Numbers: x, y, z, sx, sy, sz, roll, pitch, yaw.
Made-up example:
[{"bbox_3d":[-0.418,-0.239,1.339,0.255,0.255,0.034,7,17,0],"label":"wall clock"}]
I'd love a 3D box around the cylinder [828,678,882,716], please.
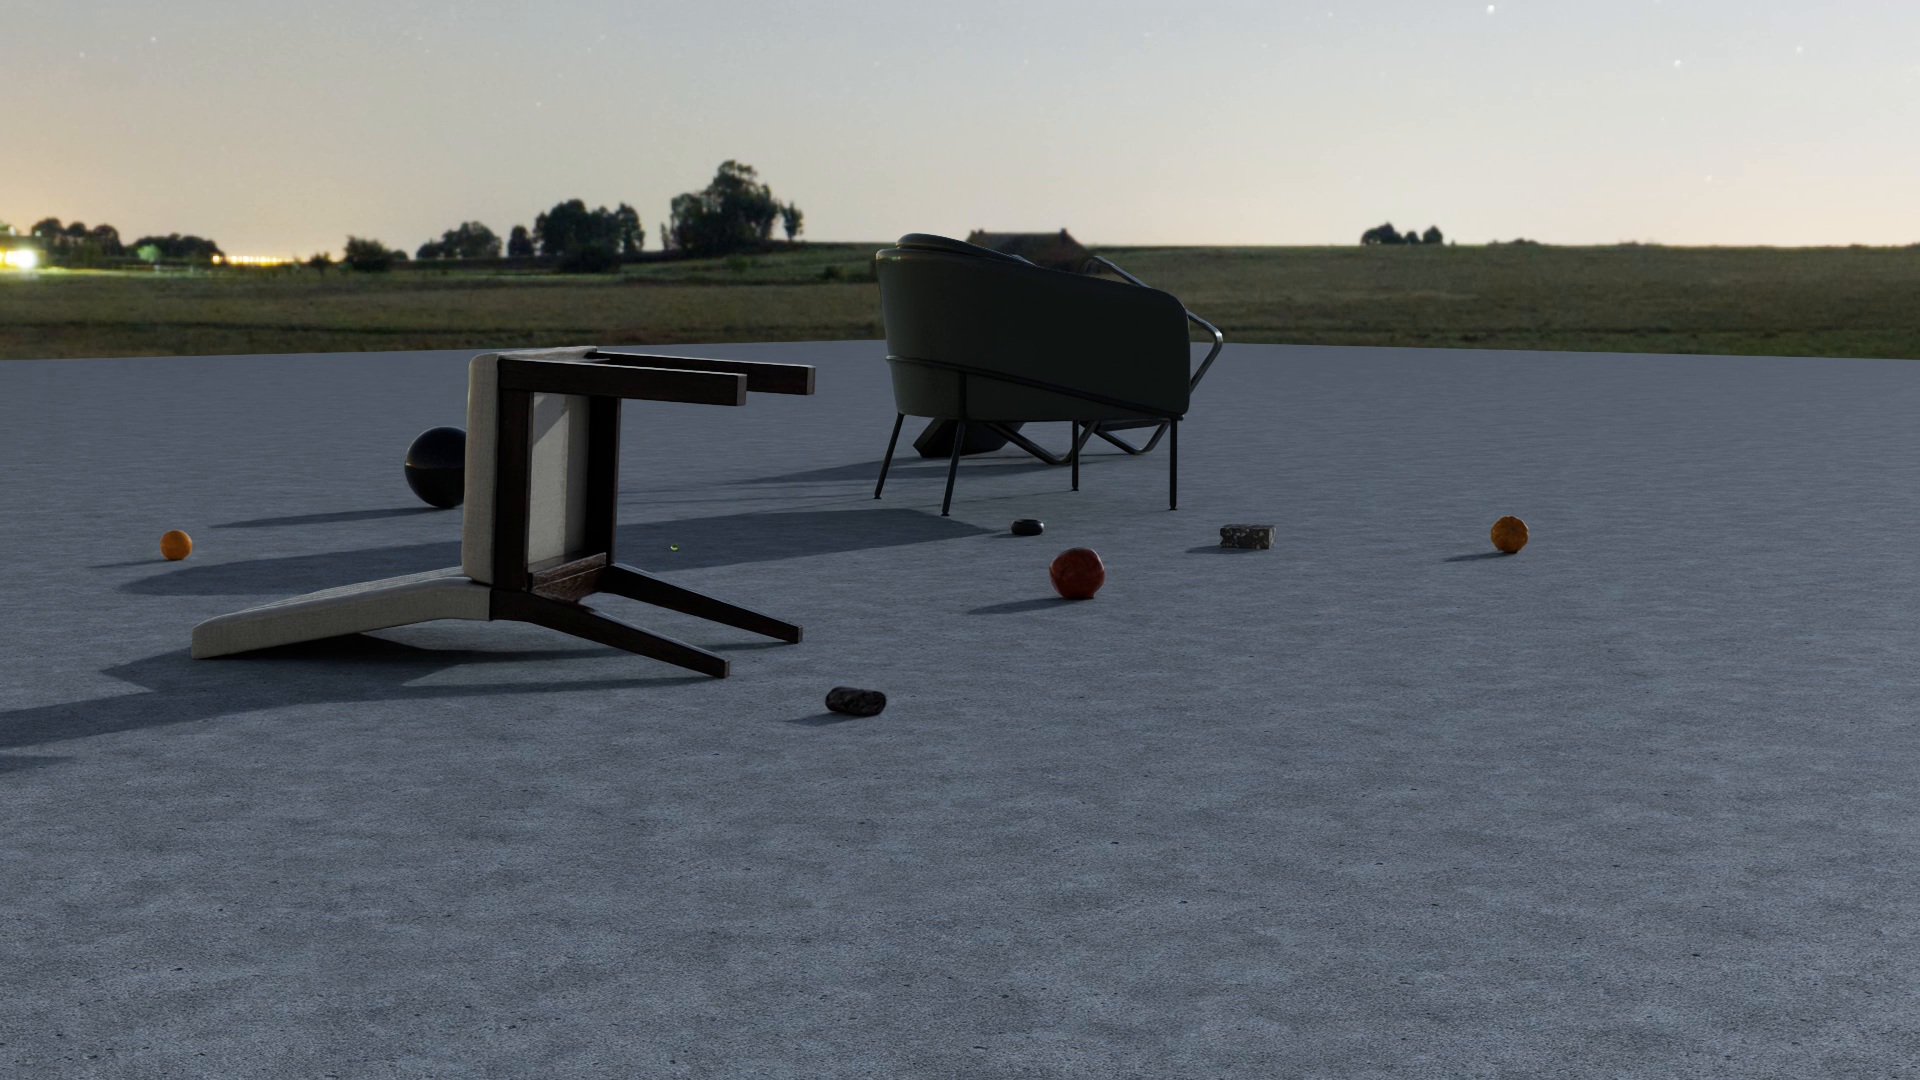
[{"bbox_3d":[-0.157,0.243,3.870,0.071,0.037,0.059,-31,12,30],"label":"cylinder"}]

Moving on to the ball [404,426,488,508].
[{"bbox_3d":[-1.461,-0.208,7.292,0.234,0.234,0.234,0,6,0],"label":"ball"}]

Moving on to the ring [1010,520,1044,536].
[{"bbox_3d":[0.172,-0.032,6.559,0.085,0.035,0.101,2,7,8],"label":"ring"}]

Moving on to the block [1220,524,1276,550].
[{"bbox_3d":[0.703,-0.009,6.262,0.119,0.049,0.109,2,6,15],"label":"block"}]
